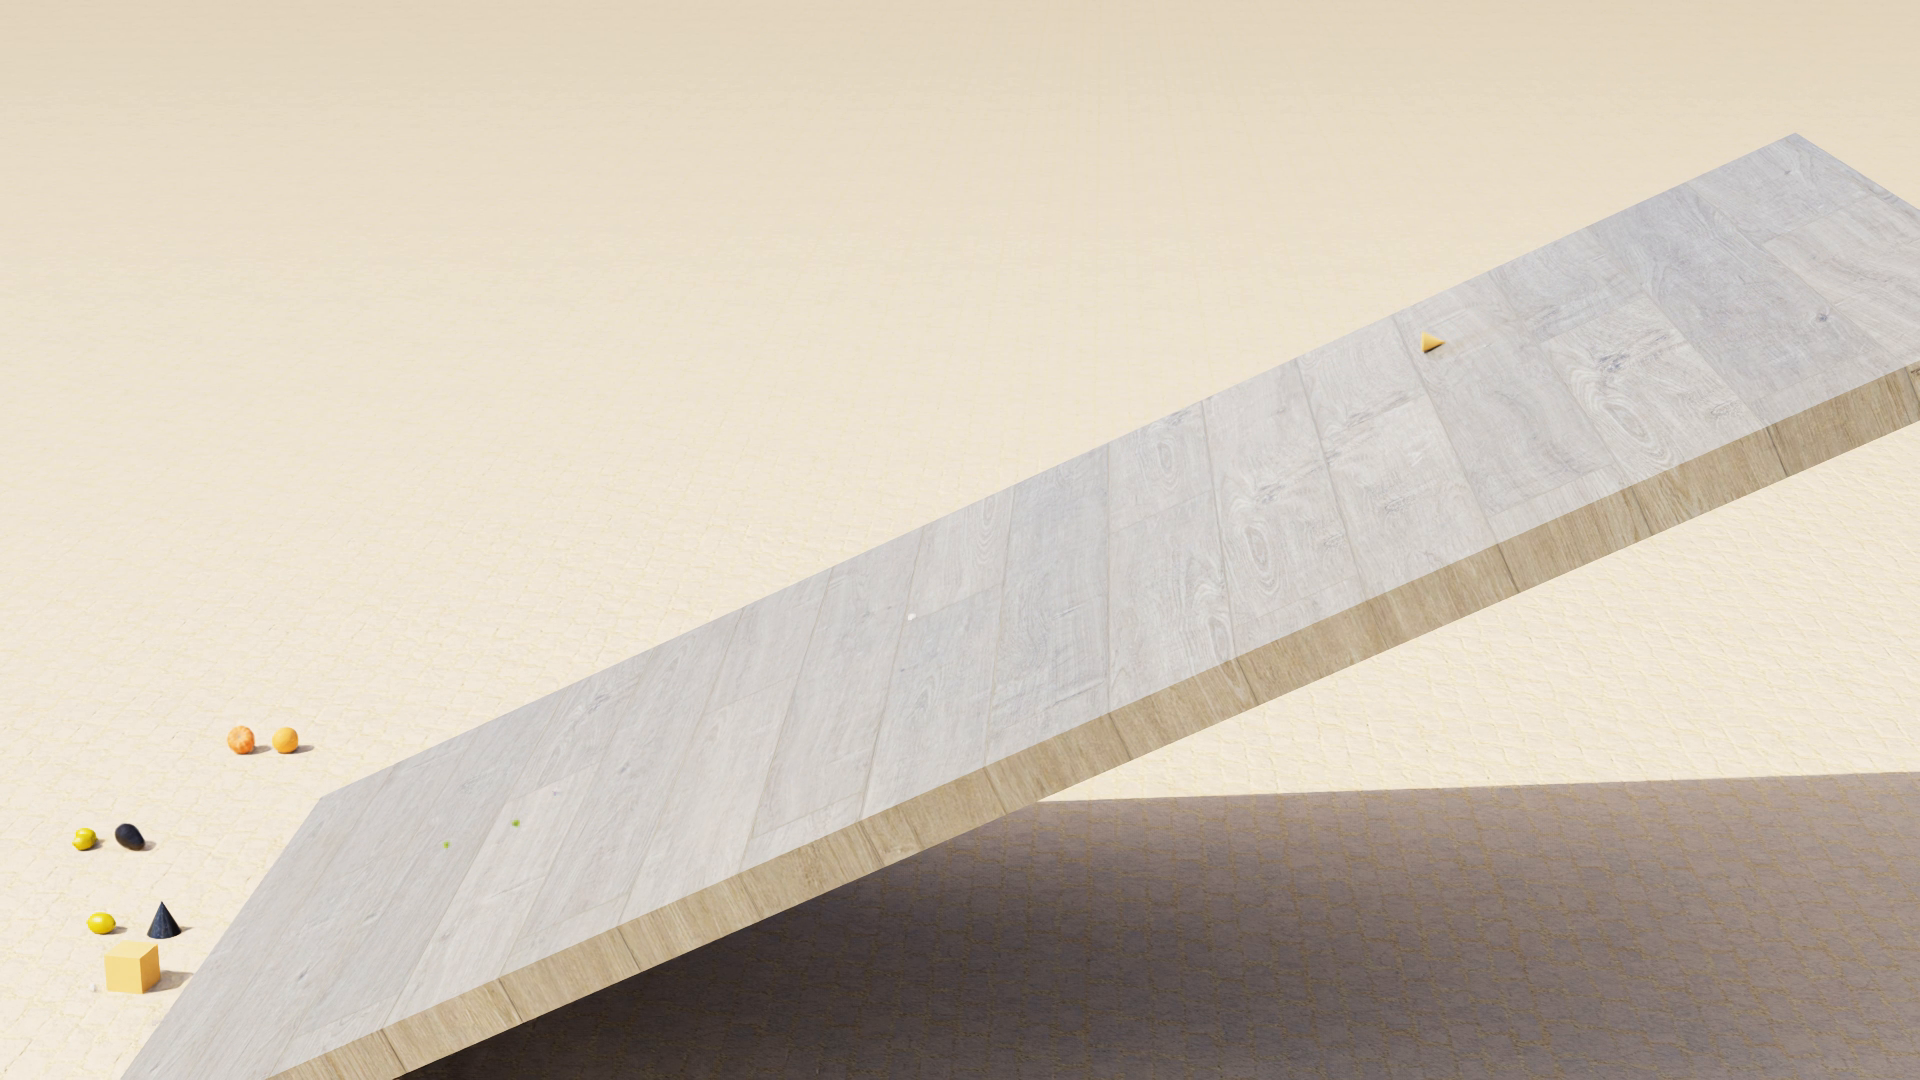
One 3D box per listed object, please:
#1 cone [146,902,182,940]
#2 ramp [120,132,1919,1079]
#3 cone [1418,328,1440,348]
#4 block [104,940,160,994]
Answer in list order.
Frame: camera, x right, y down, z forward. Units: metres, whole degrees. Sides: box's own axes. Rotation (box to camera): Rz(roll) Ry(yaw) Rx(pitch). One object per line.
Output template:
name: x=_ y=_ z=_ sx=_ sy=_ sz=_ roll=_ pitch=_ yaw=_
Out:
cone: x=-1.879 y=0.887 z=6.933 sx=0.081 sy=0.081 sz=0.081 roll=0 pitch=16 yaw=0
ramp: x=0.136 y=0.169 z=6.282 sx=4.000 sy=0.100 sz=2.000 roll=-24 pitch=13 yaw=9
cone: x=1.063 y=-0.443 z=6.599 sx=0.050 sy=0.050 sz=0.050 roll=21 pitch=11 yaw=-15
block: x=-1.870 y=0.965 z=6.648 sx=0.087 sy=0.087 sz=0.087 roll=4 pitch=16 yaw=12
